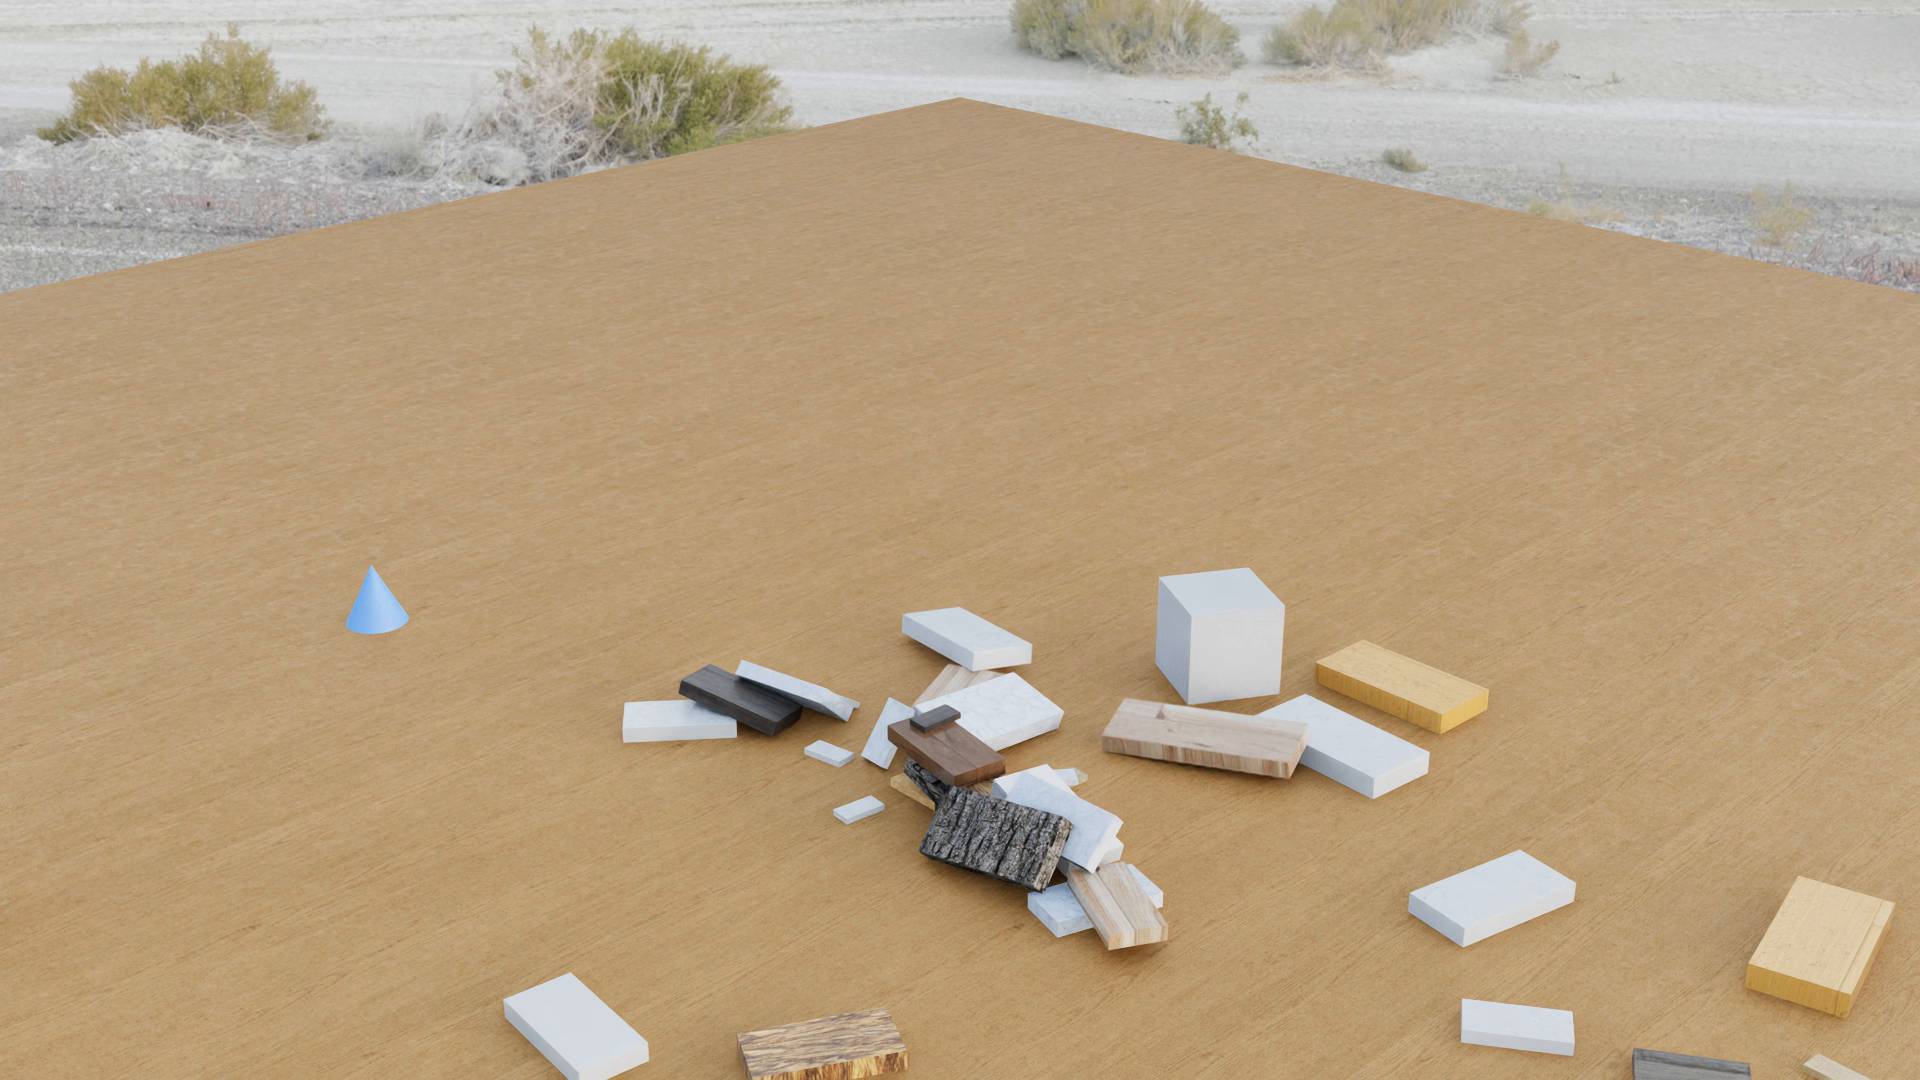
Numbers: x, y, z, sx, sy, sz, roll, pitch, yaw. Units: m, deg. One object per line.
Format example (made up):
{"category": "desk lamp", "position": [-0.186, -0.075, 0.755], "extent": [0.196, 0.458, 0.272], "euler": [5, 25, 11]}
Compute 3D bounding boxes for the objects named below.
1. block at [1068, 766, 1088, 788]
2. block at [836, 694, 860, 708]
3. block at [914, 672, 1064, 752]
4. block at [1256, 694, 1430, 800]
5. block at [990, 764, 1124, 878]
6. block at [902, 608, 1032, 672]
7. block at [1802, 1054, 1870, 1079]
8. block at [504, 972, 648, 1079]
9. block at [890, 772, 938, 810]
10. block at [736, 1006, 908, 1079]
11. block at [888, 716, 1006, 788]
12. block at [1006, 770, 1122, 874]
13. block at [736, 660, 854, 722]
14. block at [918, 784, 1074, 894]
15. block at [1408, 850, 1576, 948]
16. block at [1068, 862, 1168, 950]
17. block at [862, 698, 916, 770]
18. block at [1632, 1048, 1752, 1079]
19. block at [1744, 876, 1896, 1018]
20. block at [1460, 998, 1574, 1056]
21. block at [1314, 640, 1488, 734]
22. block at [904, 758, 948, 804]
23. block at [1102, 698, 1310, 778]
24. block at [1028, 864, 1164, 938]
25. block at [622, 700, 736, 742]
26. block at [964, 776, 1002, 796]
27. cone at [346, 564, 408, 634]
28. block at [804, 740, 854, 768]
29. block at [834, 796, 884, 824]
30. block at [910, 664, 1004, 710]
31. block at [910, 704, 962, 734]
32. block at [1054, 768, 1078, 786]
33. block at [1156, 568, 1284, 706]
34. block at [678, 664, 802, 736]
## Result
{"category": "block", "position": [0.213, 0.500, 4.565], "extent": [0.097, 0.014, 0.049], "euler": [-18, 29, -36]}
{"category": "block", "position": [-0.275, 0.350, 4.887], "extent": [0.099, 0.014, 0.050], "euler": [17, -5, 35]}
{"category": "block", "position": [0.059, 0.379, 4.712], "extent": [0.158, 0.045, 0.316], "euler": [37, 33, 31]}
{"category": "block", "position": [0.803, 0.435, 4.672], "extent": [0.174, 0.049, 0.347], "euler": [-18, 29, -36]}
{"category": "block", "position": [0.188, 0.546, 4.303], "extent": [0.131, 0.037, 0.262], "euler": [-12, 40, -33]}
{"category": "block", "position": [0.014, 0.228, 5.105], "extent": [0.158, 0.045, 0.316], "euler": [-6, 17, -31]}
{"category": "block", "position": [1.503, 0.910, 3.599], "extent": [0.047, 0.013, 0.242], "euler": [-19, 29, -37]}
{"category": "block", "position": [-0.656, 0.834, 3.747], "extent": [0.131, 0.037, 0.262], "euler": [-17, 28, -35]}
{"category": "block", "position": [-0.072, 0.512, 4.529], "extent": [0.068, 0.019, 0.137], "euler": [-19, 30, -38]}
{"category": "block", "position": [-0.233, 0.858, 3.692], "extent": [0.262, 0.037, 0.131], "euler": [-7, 24, -16]}
{"category": "block", "position": [-0.029, 0.424, 4.464], "extent": [0.123, 0.035, 0.247], "euler": [-16, 29, -31]}
{"category": "block", "position": [0.186, 0.537, 4.201], "extent": [0.244, 0.032, 0.113], "euler": [22, 75, 42]}
{"category": "block", "position": [-0.365, 0.332, 4.841], "extent": [0.243, 0.034, 0.121], "euler": [16, -15, 33]}
{"category": "block", "position": [0.067, 0.571, 4.209], "extent": [0.287, 0.041, 0.144], "euler": [10, 67, 40]}
{"category": "block", "position": [0.999, 0.670, 4.129], "extent": [0.287, 0.041, 0.144], "euler": [-14, 27, -30]}
{"category": "block", "position": [0.289, 0.672, 4.053], "extent": [0.113, 0.032, 0.227], "euler": [-7, 24, -15]}
{"category": "block", "position": [-0.151, 0.408, 4.643], "extent": [0.068, 0.137, 0.019], "euler": [24, -3, 44]}
{"category": "block", "position": [1.209, 0.889, 3.631], "extent": [0.185, 0.026, 0.093], "euler": [5, 24, 12]}
{"category": "block", "position": [1.558, 0.731, 3.976], "extent": [0.174, 0.049, 0.347], "euler": [14, 27, 30]}
{"category": "block", "position": [0.953, 0.833, 3.763], "extent": [0.185, 0.026, 0.093], "euler": [5, 23, 11]}
{"category": "block", "position": [0.986, 0.326, 4.929], "extent": [0.174, 0.049, 0.347], "euler": [-20, 30, -39]}
{"category": "block", "position": [0.011, 0.509, 4.434], "extent": [0.123, 0.035, 0.247], "euler": [-16, 42, -37]}
{"category": "block", "position": [0.519, 0.418, 4.657], "extent": [0.412, 0.041, 0.144], "euler": [6, 33, 25]}
{"category": "block", "position": [0.254, 0.676, 4.127], "extent": [0.227, 0.032, 0.113], "euler": [-11, 26, -25]}
{"category": "block", "position": [-0.609, 0.392, 4.793], "extent": [0.243, 0.034, 0.122], "euler": [-2, 23, -5]}
{"category": "block", "position": [0.112, 0.556, 4.329], "extent": [0.247, 0.035, 0.123], "euler": [35, 39, 31]}
{"category": "cone", "position": [-1.405, 0.127, 5.274], "extent": [0.147, 0.147, 0.147], "euler": [0, 23, 0]}
{"category": "block", "position": [-0.278, 0.454, 4.673], "extent": [0.097, 0.014, 0.049], "euler": [17, 28, 34]}
{"category": "block", "position": [-0.205, 0.547, 4.456], "extent": [0.094, 0.013, 0.047], "euler": [-17, 28, -34]}
{"category": "block", "position": [-0.009, 0.370, 4.831], "extent": [0.158, 0.045, 0.316], "euler": [9, 24, 19]}
{"category": "block", "position": [-0.051, 0.368, 4.529], "extent": [0.097, 0.014, 0.049], "euler": [-20, 31, -36]}
{"category": "block", "position": [0.194, 0.493, 4.547], "extent": [0.094, 0.013, 0.047], "euler": [-3, 23, -7]}
{"category": "block", "position": [0.585, 0.215, 4.974], "extent": [0.218, 0.218, 0.218], "euler": [-6, 24, -13]}
{"category": "block", "position": [-0.479, 0.349, 4.812], "extent": [0.243, 0.034, 0.122], "euler": [22, 22, 19]}
